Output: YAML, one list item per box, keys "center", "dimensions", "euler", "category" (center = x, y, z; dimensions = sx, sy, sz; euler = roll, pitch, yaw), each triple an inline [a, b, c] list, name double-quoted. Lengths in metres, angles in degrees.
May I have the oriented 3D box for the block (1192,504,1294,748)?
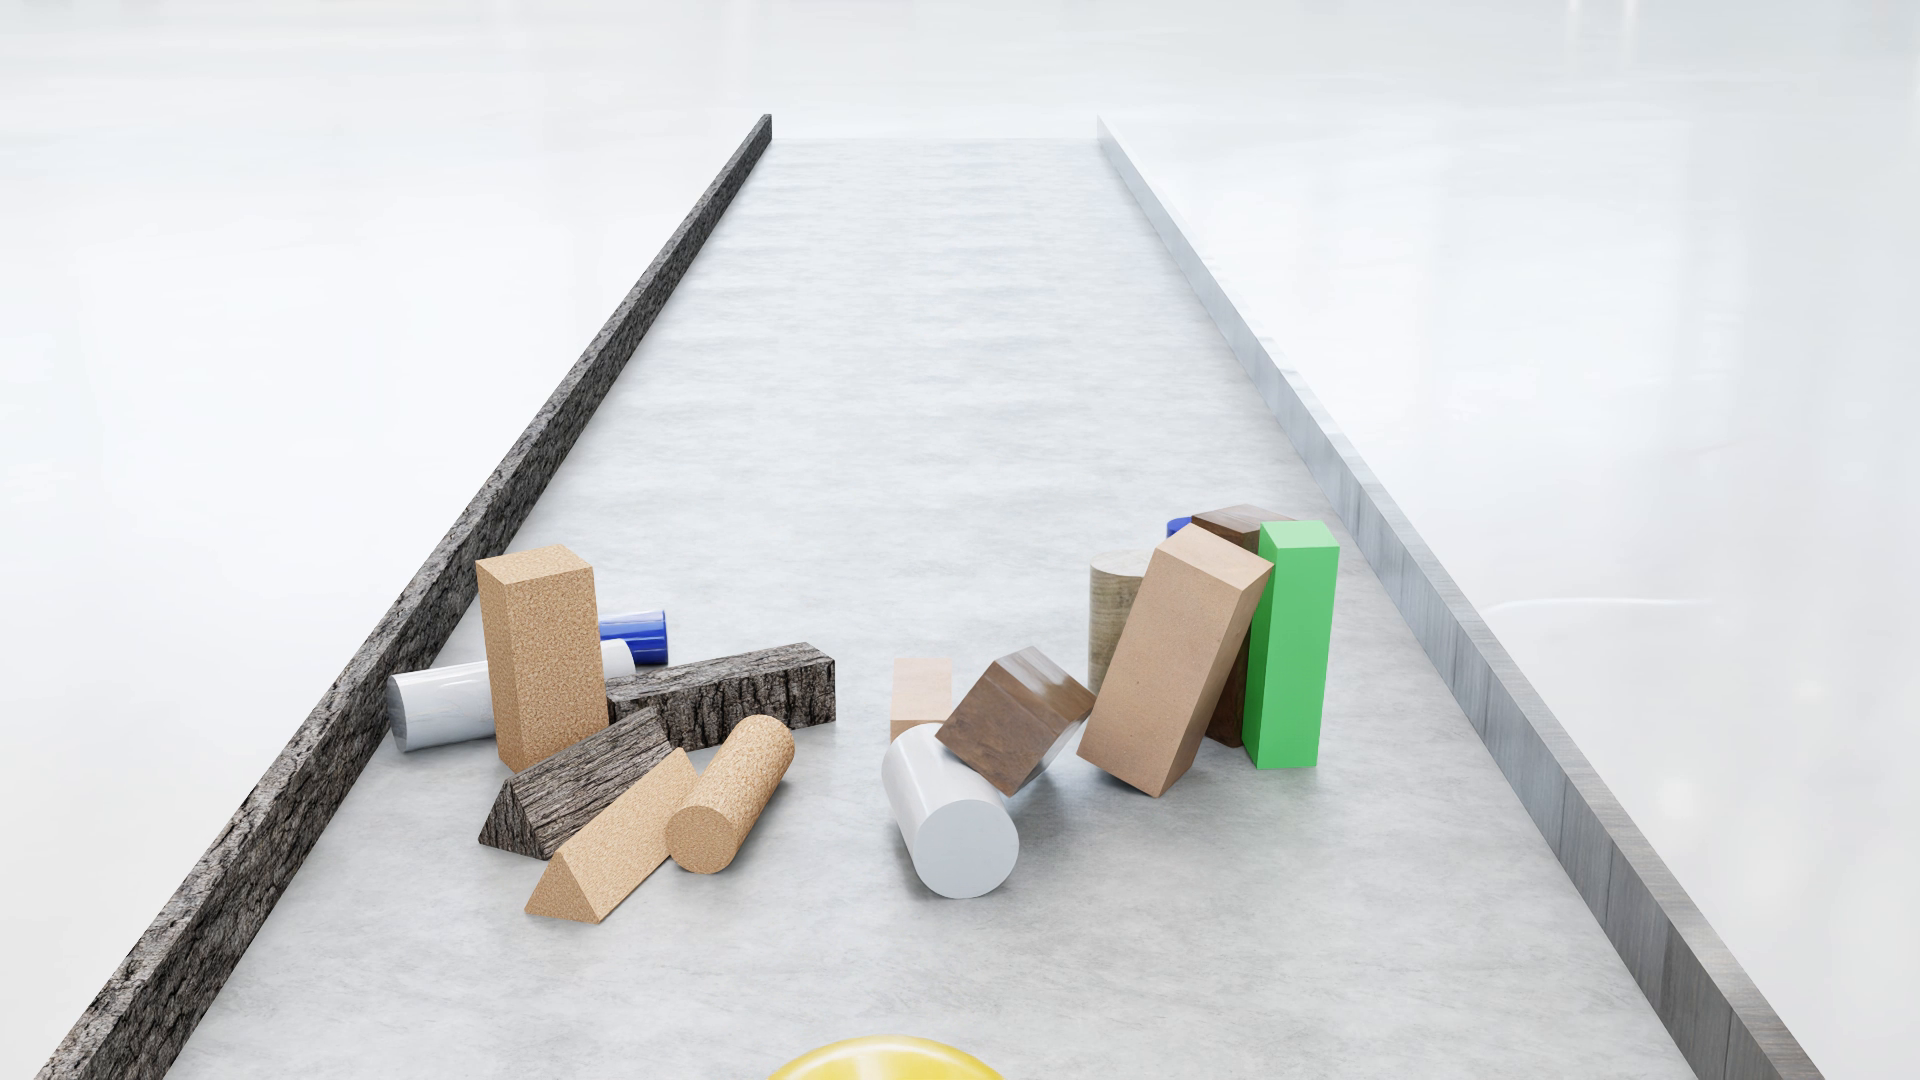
- center: [0.508, 0.154, 3.992]
  dimensions: [0.135, 0.406, 0.135]
  euler: [-12, 21, -34]
  category: "block"

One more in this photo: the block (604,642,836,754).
- center: [-0.448, 0.296, 4.020]
  dimensions: [0.434, 0.121, 0.121]
  euler: [-10, 19, -29]
  category: "block"

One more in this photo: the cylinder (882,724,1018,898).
- center: [-0.020, 0.426, 3.503]
  dimensions: [0.165, 0.165, 0.321]
  euler: [-3, 17, -10]
  category: "cylinder"

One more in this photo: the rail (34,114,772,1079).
- center: [-1.118, -0.838, 7.780]
  dimensions: [0.050, 0.150, 12.000]
  euler: [0, 17, -1]
  category: "rail"

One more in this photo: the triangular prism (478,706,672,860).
- center: [-0.629, 0.394, 3.674]
  dimensions: [0.142, 0.123, 0.373]
  euler: [9, 19, 28]
  category: "triangular prism"

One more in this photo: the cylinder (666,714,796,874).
- center: [-0.374, 0.414, 3.632]
  dimensions: [0.117, 0.117, 0.397]
  euler: [3, 17, 9]
  category: "cylinder"

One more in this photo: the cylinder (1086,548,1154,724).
- center: [0.321, 0.192, 4.025]
  dimensions: [0.173, 0.315, 0.173]
  euler: [0, 16, 0]
  category: "cylinder"

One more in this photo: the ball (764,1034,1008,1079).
- center: [-0.076, 0.695, 2.210]
  dimensions: [0.388, 0.388, 0.388]
  euler: [0, 17, 0]
  category: "ball"

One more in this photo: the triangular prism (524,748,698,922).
- center: [-0.533, 0.457, 3.491]
  dimensions: [0.125, 0.108, 0.434]
  euler: [5, 17, 17]
  category: "triangular prism"

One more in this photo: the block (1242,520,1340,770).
- center: [0.574, 0.184, 3.836]
  dimensions: [0.108, 0.428, 0.108]
  euler: [-2, 25, -8]
  category: "block"

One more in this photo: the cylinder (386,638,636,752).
- center: [-0.819, 0.282, 4.031]
  dimensions: [0.429, 0.140, 0.140]
  euler: [-9, 19, -27]
  category: "cylinder"

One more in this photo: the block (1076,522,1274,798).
- center: [0.365, 0.206, 3.753]
  dimensions: [0.162, 0.416, 0.162]
  euler: [27, 26, 18]
  category: "block"

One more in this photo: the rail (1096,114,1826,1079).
- center: [0.932, -0.844, 7.801]
  dimensions: [0.050, 0.150, 12.000]
  euler: [0, 17, -1]
  category: "rail"

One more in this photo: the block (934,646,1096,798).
- center: [0.103, 0.296, 3.662]
  dimensions: [0.155, 0.155, 0.432]
  euler: [39, 7, 8]
  category: "block"

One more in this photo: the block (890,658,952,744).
- center: [-0.068, 0.317, 3.973]
  dimensions: [0.107, 0.107, 0.318]
  euler: [0, 17, 0]
  category: "block"

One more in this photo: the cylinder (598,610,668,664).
- center: [-0.759, 0.201, 4.362]
  dimensions: [0.351, 0.107, 0.107]
  euler: [-3, 17, -11]
  category: "cylinder"

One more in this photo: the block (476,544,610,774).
- center: [-0.725, 0.216, 3.837]
  dimensions: [0.156, 0.370, 0.156]
  euler: [-13, 20, -27]
  category: "block"

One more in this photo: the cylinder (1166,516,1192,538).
- center: [0.444, 0.139, 4.147]
  dimensions: [0.117, 0.348, 0.117]
  euler: [0, 17, 0]
  category: "cylinder"
